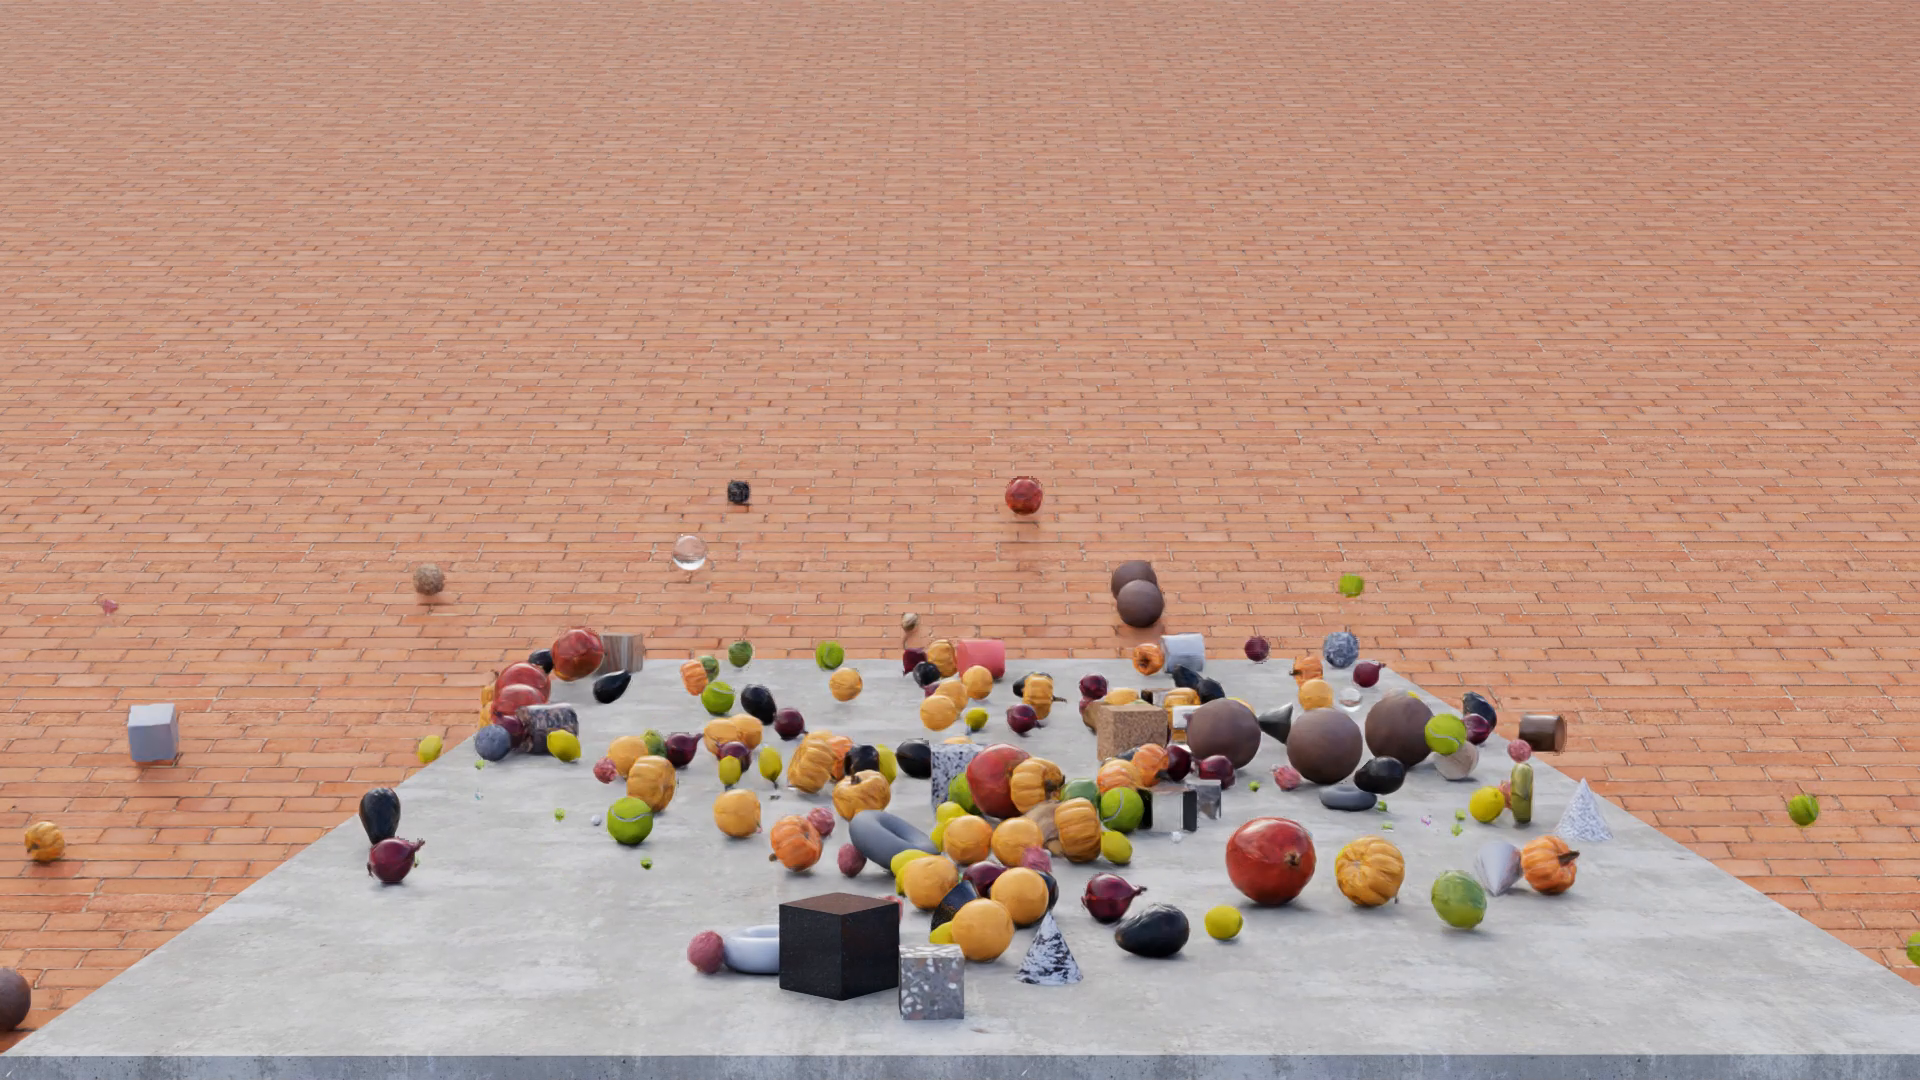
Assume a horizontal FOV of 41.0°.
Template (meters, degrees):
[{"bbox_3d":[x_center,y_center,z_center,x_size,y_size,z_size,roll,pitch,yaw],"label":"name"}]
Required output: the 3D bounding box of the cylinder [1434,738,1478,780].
[{"bbox_3d":[0.853,0.377,4.417,0.065,0.065,0.065,9,5,21],"label":"cylinder"}]

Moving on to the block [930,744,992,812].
[{"bbox_3d":[0.002,0.379,4.099,0.096,0.096,0.096,0,3,-2],"label":"block"}]

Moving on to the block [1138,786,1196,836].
[{"bbox_3d":[0.311,0.407,3.869,0.064,0.064,0.064,-2,3,-29],"label":"block"}]

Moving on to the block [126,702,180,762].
[{"bbox_3d":[-1.953,0.466,6.225,0.100,0.100,0.100,-4,27,-9],"label":"block"}]

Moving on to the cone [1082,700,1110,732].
[{"bbox_3d":[0.278,0.363,5.041,0.068,0.068,0.068,-2,30,-5],"label":"cone"}]

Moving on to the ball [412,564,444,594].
[{"bbox_3d":[-1.479,0.109,7.152,0.088,0.088,0.088,0,22,0],"label":"ball"}]

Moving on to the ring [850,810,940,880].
[{"bbox_3d":[-0.088,0.415,3.506,0.137,0.046,0.137,28,9,-5],"label":"ring"}]

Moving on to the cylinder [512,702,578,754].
[{"bbox_3d":[-0.768,0.348,4.765,0.090,0.090,0.090,-2,19,-37],"label":"cylinder"}]

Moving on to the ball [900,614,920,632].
[{"bbox_3d":[-0.133,0.222,6.915,0.052,0.052,0.052,0,22,0],"label":"ball"}]

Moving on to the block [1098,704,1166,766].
[{"bbox_3d":[0.309,0.350,4.621,0.099,0.099,0.099,-1,3,-15],"label":"block"}]

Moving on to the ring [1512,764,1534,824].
[{"bbox_3d":[0.858,0.386,3.921,0.031,0.093,0.093,-1,21,14],"label":"ring"}]

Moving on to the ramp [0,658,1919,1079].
[{"bbox_3d":[0.050,0.455,4.532,2.000,0.100,4.000,0,3,0],"label":"ramp"}]

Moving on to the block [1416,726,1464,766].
[{"bbox_3d":[0.861,0.369,4.618,0.061,0.061,0.061,-1,3,-20],"label":"block"}]

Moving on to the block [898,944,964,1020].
[{"bbox_3d":[-0.031,0.466,2.710,0.065,0.065,0.065,0,3,-4],"label":"block"}]

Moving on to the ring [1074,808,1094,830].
[{"bbox_3d":[0.164,0.424,3.901,0.077,0.026,0.077,-1,3,0],"label":"ring"}]

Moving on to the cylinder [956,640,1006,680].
[{"bbox_3d":[0.049,0.280,6.034,0.092,0.092,0.092,-1,21,-18],"label":"cylinder"}]

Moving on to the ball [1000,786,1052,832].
[{"bbox_3d":[0.105,0.420,3.910,0.090,0.090,0.090,0,22,0],"label":"ball"}]

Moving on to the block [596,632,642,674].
[{"bbox_3d":[-0.824,0.273,6.229,0.090,0.090,0.090,0,3,7],"label":"block"}]

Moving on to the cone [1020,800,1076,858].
[{"bbox_3d":[0.137,0.430,3.669,0.085,0.085,0.085,-5,36,-13],"label":"cone"}]

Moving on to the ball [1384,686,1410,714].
[{"bbox_3d":[0.910,0.334,5.355,0.056,0.056,0.056,0,22,0],"label":"ball"}]

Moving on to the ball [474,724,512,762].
[{"bbox_3d":[-0.843,0.366,4.645,0.066,0.066,0.066,0,22,0],"label":"ball"}]

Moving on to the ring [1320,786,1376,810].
[{"bbox_3d":[0.619,0.411,4.100,0.091,0.030,0.091,1,4,0],"label":"ring"}]

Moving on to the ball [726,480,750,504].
[{"bbox_3d":[-0.674,-0.145,7.814,0.071,0.071,0.071,0,22,0],"label":"ball"}]

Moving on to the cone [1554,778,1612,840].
[{"bbox_3d":[0.929,0.396,3.831,0.088,0.088,0.088,0,3,0],"label":"cone"}]

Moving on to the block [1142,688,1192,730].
[{"bbox_3d":[0.412,0.336,5.126,0.075,0.075,0.075,-1,3,-22],"label":"block"}]

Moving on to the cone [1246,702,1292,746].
[{"bbox_3d":[0.575,0.341,4.797,0.086,0.086,0.086,3,22,8],"label":"cone"}]

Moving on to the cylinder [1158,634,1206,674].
[{"bbox_3d":[0.529,0.271,6.124,0.092,0.092,0.092,-2,22,-8],"label":"cylinder"}]

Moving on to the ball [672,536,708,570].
[{"bbox_3d":[-0.770,0.037,7.317,0.099,0.099,0.099,0,22,0],"label":"ball"}]

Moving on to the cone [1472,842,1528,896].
[{"bbox_3d":[0.707,0.447,3.384,0.072,0.072,0.072,6,31,15],"label":"cone"}]

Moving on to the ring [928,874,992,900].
[{"bbox_3d":[0.000,0.452,3.344,0.083,0.028,0.083,1,2,0],"label":"ring"}]

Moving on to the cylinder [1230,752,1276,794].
[{"bbox_3d":[0.487,0.403,4.266,0.076,0.076,0.076,-2,24,1],"label":"cylinder"}]

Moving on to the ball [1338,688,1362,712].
[{"bbox_3d":[0.819,0.335,5.392,0.050,0.050,0.050,0,22,0],"label":"ball"}]

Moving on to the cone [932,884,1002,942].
[{"bbox_3d":[0.021,0.462,3.074,0.080,0.080,0.080,20,29,37],"label":"cone"}]

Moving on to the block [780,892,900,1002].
[{"bbox_3d":[-0.133,0.446,2.826,0.093,0.093,0.093,2,4,41],"label":"block"}]

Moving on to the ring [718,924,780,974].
[{"bbox_3d":[-0.215,0.467,2.937,0.122,0.041,0.122,-1,2,0],"label":"ring"}]

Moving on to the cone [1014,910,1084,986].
[{"bbox_3d":[0.100,0.451,2.876,0.077,0.077,0.077,0,3,0],"label":"cone"}]
